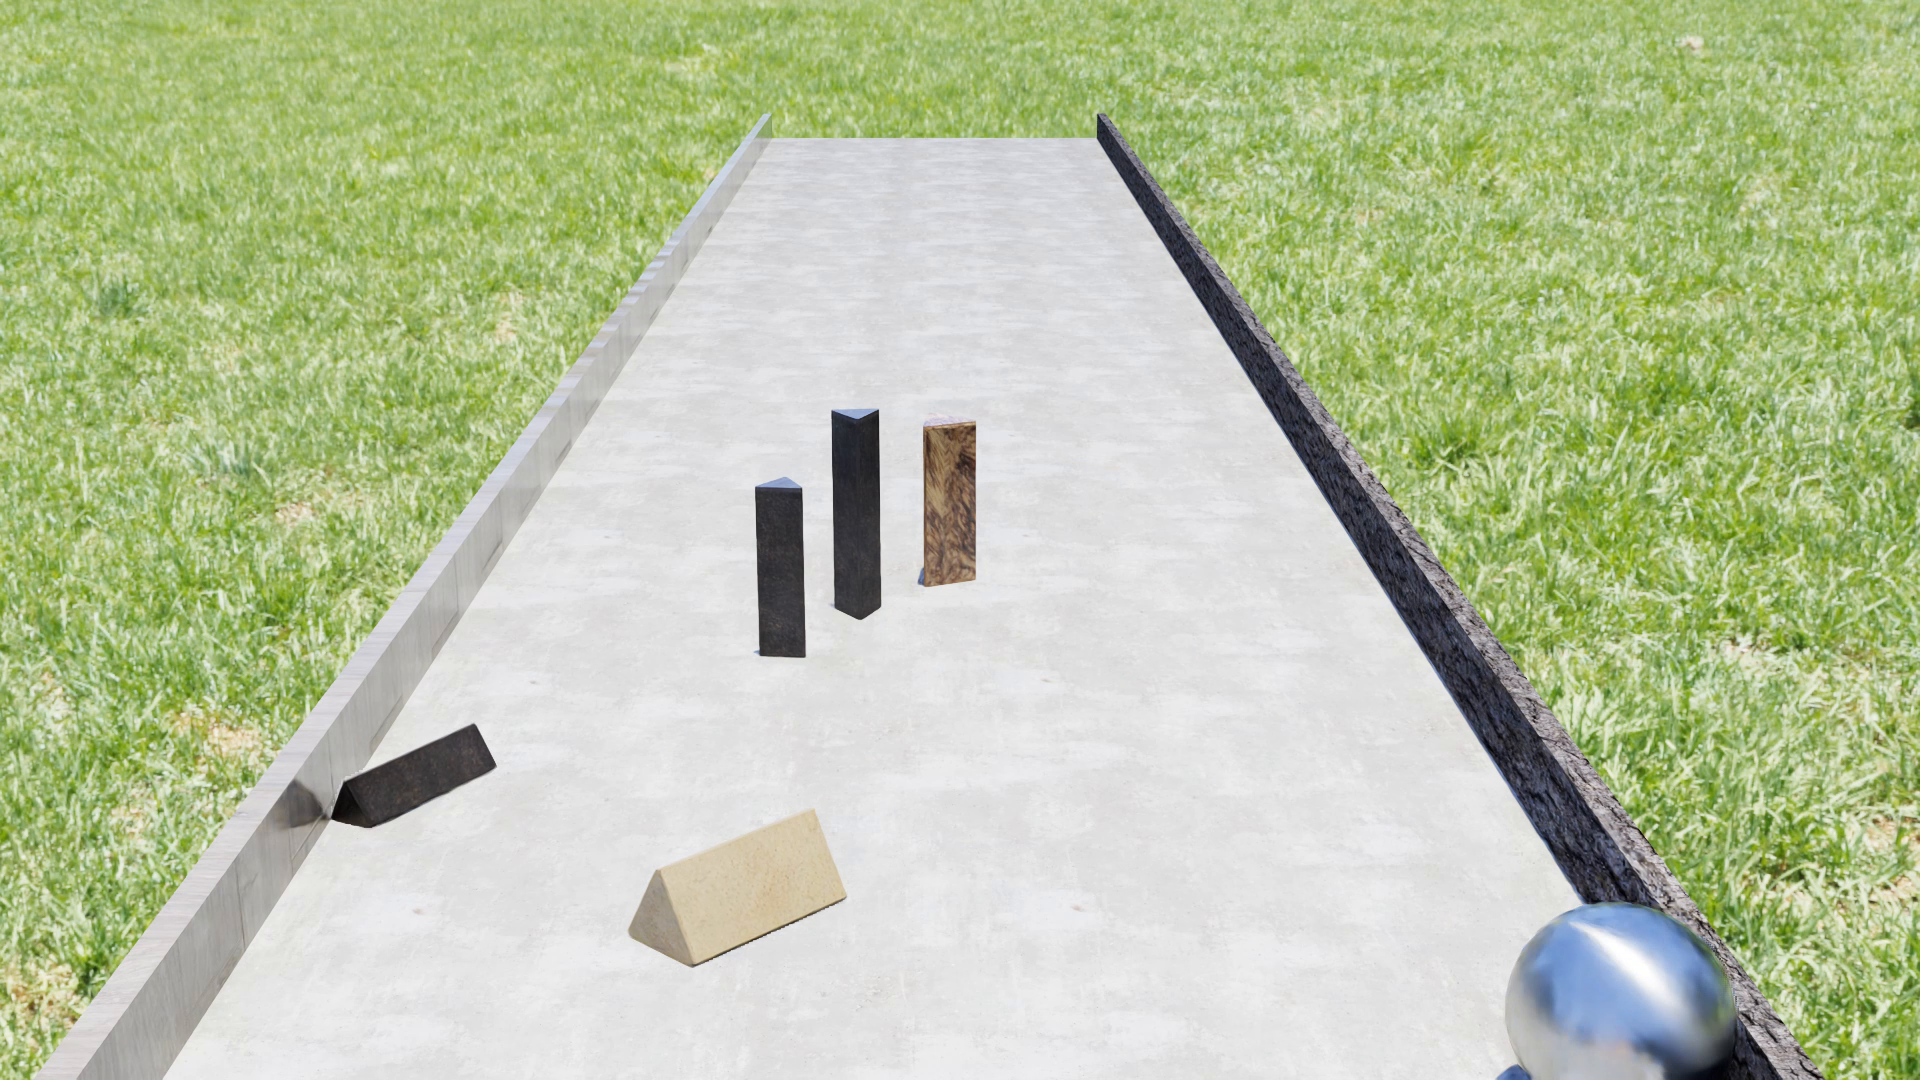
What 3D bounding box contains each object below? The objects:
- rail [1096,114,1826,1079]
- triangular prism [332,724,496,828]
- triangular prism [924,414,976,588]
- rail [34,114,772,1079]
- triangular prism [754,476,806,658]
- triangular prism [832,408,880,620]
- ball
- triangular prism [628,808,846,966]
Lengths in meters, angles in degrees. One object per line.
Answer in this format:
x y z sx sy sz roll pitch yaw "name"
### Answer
0.932 -0.844 7.801 0.050 0.150 12.000 0 17 -1 "rail"
-0.932 0.395 3.752 0.087 0.075 0.306 7 18 30 "triangular prism"
-0.045 -0.093 4.896 0.127 0.367 0.110 -8 18 -25 "triangular prism"
-1.118 -0.838 7.780 0.050 0.150 12.000 0 17 -1 "rail"
-0.354 0.054 4.422 0.094 0.355 0.081 2 17 6 "triangular prism"
-0.205 -0.059 4.656 0.086 0.438 0.100 -12 20 -34 "triangular prism"
0.823 0.592 2.747 0.278 0.278 0.278 0 17 0 "ball"
-0.332 0.505 3.292 0.148 0.128 0.306 15 22 41 "triangular prism"
